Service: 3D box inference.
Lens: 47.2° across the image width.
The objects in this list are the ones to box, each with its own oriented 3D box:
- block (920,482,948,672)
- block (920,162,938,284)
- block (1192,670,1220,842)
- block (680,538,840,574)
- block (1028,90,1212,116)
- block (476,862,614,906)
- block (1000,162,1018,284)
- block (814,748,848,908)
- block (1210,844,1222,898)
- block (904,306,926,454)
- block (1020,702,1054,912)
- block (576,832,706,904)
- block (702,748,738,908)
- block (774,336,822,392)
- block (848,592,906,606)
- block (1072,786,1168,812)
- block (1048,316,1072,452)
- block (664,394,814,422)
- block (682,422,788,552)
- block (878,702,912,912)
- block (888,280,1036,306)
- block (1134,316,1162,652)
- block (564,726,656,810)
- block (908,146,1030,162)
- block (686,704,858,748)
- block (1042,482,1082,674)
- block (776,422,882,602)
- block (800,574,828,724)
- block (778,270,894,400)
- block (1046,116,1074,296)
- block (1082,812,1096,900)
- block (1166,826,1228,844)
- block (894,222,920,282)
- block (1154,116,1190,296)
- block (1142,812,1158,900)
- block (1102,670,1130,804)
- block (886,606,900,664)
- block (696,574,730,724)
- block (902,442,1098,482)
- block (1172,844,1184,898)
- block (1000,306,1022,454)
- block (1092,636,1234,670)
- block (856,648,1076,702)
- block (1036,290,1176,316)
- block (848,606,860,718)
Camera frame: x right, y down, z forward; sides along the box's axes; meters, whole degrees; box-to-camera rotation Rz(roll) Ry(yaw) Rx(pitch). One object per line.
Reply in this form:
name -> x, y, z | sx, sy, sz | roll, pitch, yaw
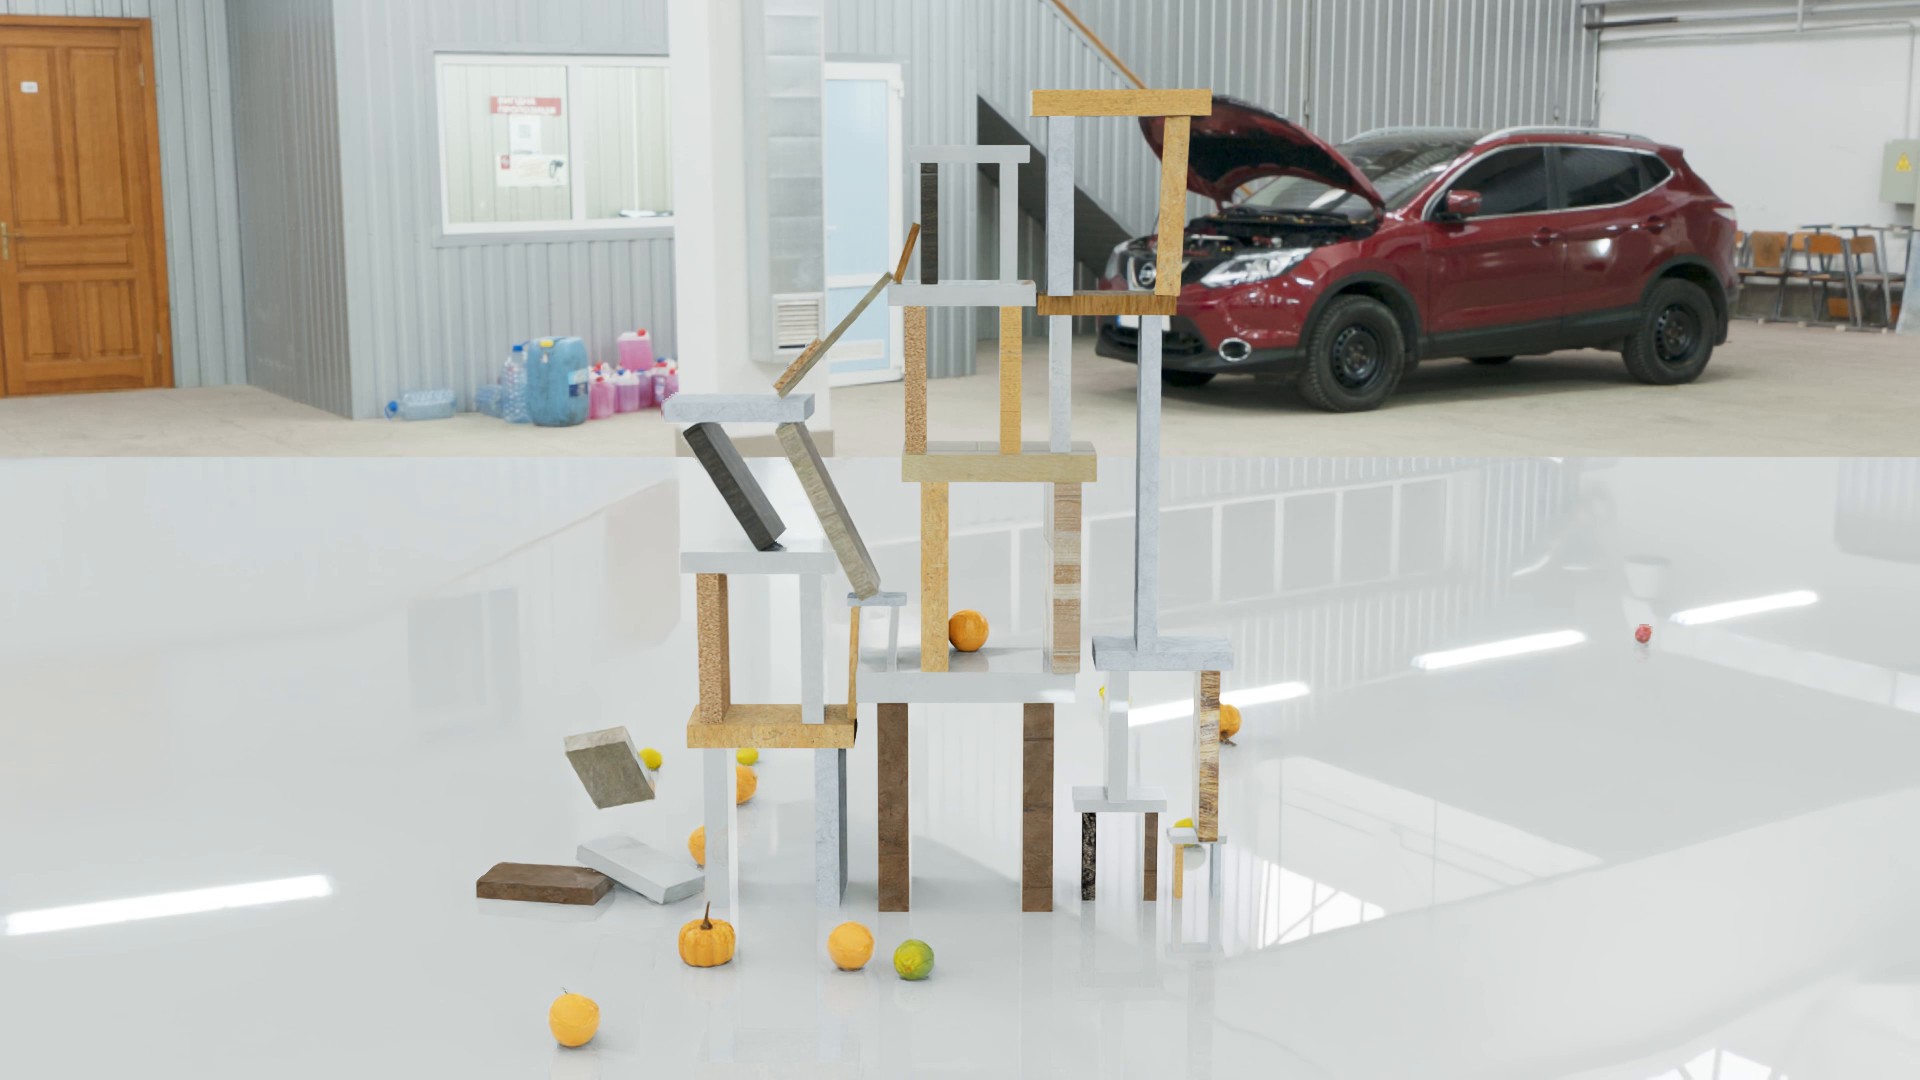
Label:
block -> -0.041, 0.046, 3.563 | 0.043, 0.307, 0.153 | 0, 11, -1
block -> -0.048, -0.500, 3.468 | 0.027, 0.187, 0.094 | 0, 11, 0
block -> 0.405, 0.342, 3.625 | 0.031, 0.288, 0.111 | 0, 11, 0
block -> -0.321, 0.025, 3.569 | 0.247, 0.035, 0.124 | 0, 11, 1
block -> 0.247, -0.681, 3.431 | 0.274, 0.039, 0.137 | 0, 10, 0
block -> -0.692, 0.574, 3.676 | 0.204, 0.029, 0.102 | 2, 11, 10
block -> 0.076, -0.500, 3.468 | 0.027, 0.187, 0.094 | 0, 11, 0
block -> -0.213, 0.457, 3.644 | 0.038, 0.270, 0.135 | 0, 11, 3
block -> 0.425, 0.543, 3.662 | 0.013, 0.095, 0.047 | 0, 11, 0
block -> -0.070, -0.261, 3.506 | 0.033, 0.231, 0.116 | 0, 11, 0
block -> 0.126, 0.417, 3.638 | 0.050, 0.351, 0.176 | 0, 11, 0
block -> -0.536, 0.549, 3.693 | 0.204, 0.029, 0.102 | 20, 16, 33
block -> -0.396, 0.457, 3.645 | 0.038, 0.270, 0.135 | 0, 11, 0
block -> -0.258, -0.280, 3.495 | 0.013, 0.095, 0.047 | 42, 24, -7
block -> -0.134, 0.096, 3.572 | 0.095, 0.014, 0.048 | 0, 11, 0
block -> 0.263, 0.429, 3.642 | 0.152, 0.022, 0.076 | 0, 11, 0
block -> 0.160, -0.255, 3.509 | 0.031, 0.217, 0.108 | 0, 11, 0
block -> -0.353, -0.212, 3.531 | 0.224, 0.032, 0.112 | 0, 11, 5
block -> -0.363, -0.094, 3.551 | 0.032, 0.224, 0.112 | -31, 6, 11
block -> -0.108, 0.417, 3.638 | 0.050, 0.351, 0.176 | 0, 11, 0
block -> 0.003, -0.391, 3.482 | 0.231, 0.033, 0.116 | 0, 11, 0
block -> 0.302, -0.095, 3.537 | 0.031, 0.541, 0.108 | 0, 11, 1
block -> -0.585, 0.382, 3.682 | 0.102, 0.204, 0.029 | -11, 55, 2
block -> 0.015, -0.606, 3.448 | 0.187, 0.027, 0.094 | 0, 11, 0
block -> -0.306, 0.306, 3.617 | 0.270, 0.038, 0.135 | 0, 11, 0
block -> 0.164, 0.048, 3.553 | 0.043, 0.307, 0.153 | -1, 11, -4
block -> -0.211, -0.054, 3.550 | 0.032, 0.305, 0.112 | -25, 9, 5
block -> -0.238, 0.165, 3.593 | 0.035, 0.247, 0.124 | 0, 11, 0
block -> -0.198, -0.327, 3.504 | 0.013, 0.263, 0.047 | 42, 8, -7
block -> 0.156, -0.527, 3.460 | 0.039, 0.274, 0.137 | 0, 11, 0
block -> 0.214, 0.514, 3.659 | 0.022, 0.152, 0.076 | 0, 11, 1
block -> 0.393, 0.491, 3.650 | 0.095, 0.013, 0.047 | 0, 11, -2
block -> -0.084, -0.455, 3.478 | 0.013, 0.095, 0.047 | 19, 10, -4
block -> 0.336, -0.528, 3.467 | 0.039, 0.275, 0.137 | 3, 11, 5
block -> 0.315, 0.515, 3.658 | 0.022, 0.152, 0.076 | 0, 11, 1
block -> 0.256, 0.309, 3.620 | 0.031, 0.222, 0.111 | 0, 11, -1
block -> -0.108, 0.149, 3.583 | 0.014, 0.095, 0.048 | 5, 11, 0
block -> -0.403, 0.164, 3.597 | 0.035, 0.248, 0.124 | 0, 11, 1
block -> 0.062, -0.126, 3.531 | 0.307, 0.043, 0.153 | 0, 11, 0
block -> 0.362, 0.543, 3.662 | 0.013, 0.095, 0.047 | 0, 11, 0
block -> 0.080, -0.261, 3.506 | 0.033, 0.231, 0.116 | 0, 11, 0
block -> 0.330, 0.185, 3.596 | 0.222, 0.031, 0.111 | 0, 11, 0
block -> 0.009, 0.220, 3.602 | 0.351, 0.050, 0.175 | 0, 11, 0
block -> 0.230, -0.376, 3.487 | 0.217, 0.031, 0.108 | 0, 11, 0
block -> -0.173, 0.195, 3.593 | 0.014, 0.188, 0.048 | 2, 11, 0
